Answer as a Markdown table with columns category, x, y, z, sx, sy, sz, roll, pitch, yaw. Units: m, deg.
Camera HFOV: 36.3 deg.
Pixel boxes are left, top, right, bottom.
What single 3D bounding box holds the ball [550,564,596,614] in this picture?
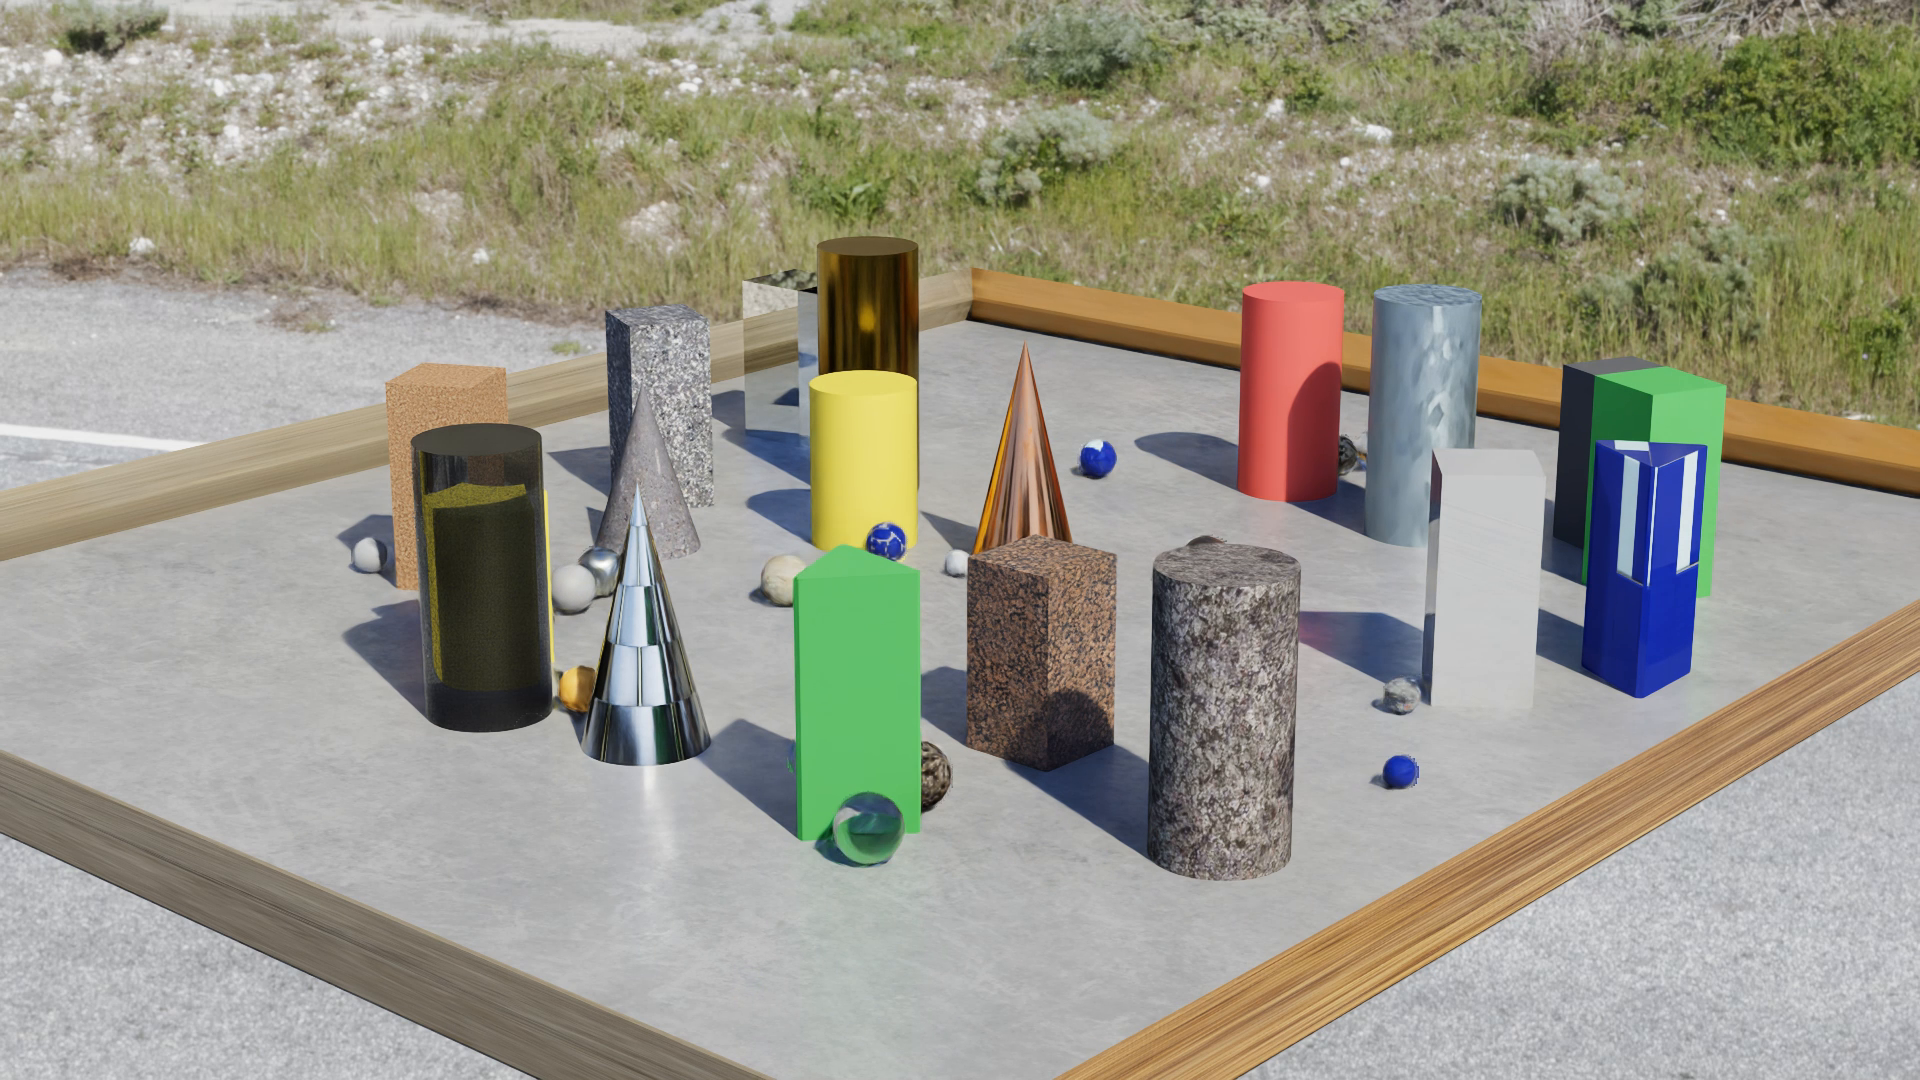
| category | x | y | z | sx | sy | sz | roll | pitch | yaw |
| --- | --- | --- | --- | --- | --- | --- | --- | --- | --- |
| ball | -0.667 | 0.083 | 5.028 | 0.086 | 0.086 | 0.086 | 0 | 17 | 0 |

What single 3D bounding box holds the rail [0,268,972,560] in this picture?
| category | x | y | z | sx | sy | sz | roll | pitch | yaw |
| --- | --- | --- | --- | --- | --- | --- | --- | --- | --- |
| rail | -1.072 | -0.237 | 6.011 | 0.045 | 0.128 | 3.407 | 14 | 22 | 39 |

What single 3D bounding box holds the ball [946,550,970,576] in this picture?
| category | x | y | z | sx | sy | sz | roll | pitch | yaw |
| --- | --- | --- | --- | --- | --- | --- | --- | --- | --- |
| ball | -0.002 | 0.041 | 5.232 | 0.047 | 0.047 | 0.047 | 0 | 17 | 0 |

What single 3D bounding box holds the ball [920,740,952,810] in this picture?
| category | x | y | z | sx | sy | sz | roll | pitch | yaw |
| --- | --- | --- | --- | --- | --- | --- | --- | --- | --- |
| ball | -0.061 | 0.334 | 4.169 | 0.098 | 0.098 | 0.098 | 0 | 17 | 0 |

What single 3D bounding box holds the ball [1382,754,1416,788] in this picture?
| category | x | y | z | sx | sy | sz | roll | pitch | yaw |
| --- | --- | --- | --- | --- | --- | --- | --- | --- | --- |
| ball | 0.638 | 0.336 | 4.252 | 0.048 | 0.048 | 0.048 | 0 | 17 | 0 |

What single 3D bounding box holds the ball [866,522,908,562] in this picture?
| category | x | y | z | sx | sy | sz | roll | pitch | yaw |
| --- | --- | --- | --- | --- | --- | --- | --- | --- | --- |
| ball | -0.133 | 0.005 | 5.305 | 0.076 | 0.076 | 0.076 | 0 | 17 | 0 |

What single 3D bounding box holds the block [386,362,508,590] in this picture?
| category | x | y | z | sx | sy | sz | roll | pitch | yaw |
| --- | --- | --- | --- | --- | --- | --- | --- | --- | --- |
| block | -0.896 | -0.109 | 5.164 | 0.157 | 0.374 | 0.157 | 4 | 17 | 14 |

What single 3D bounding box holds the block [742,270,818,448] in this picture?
| category | x | y | z | sx | sy | sz | roll | pitch | yaw |
| --- | --- | --- | --- | --- | --- | --- | --- | --- | --- |
| block | -0.341 | -0.382 | 6.145 | 0.157 | 0.332 | 0.157 | 14 | 22 | 38 |

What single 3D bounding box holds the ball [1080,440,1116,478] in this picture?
| category | x | y | z | sx | sy | sz | roll | pitch | yaw |
| --- | --- | --- | --- | --- | --- | --- | --- | --- | --- |
| ball | 0.276 | -0.163 | 5.862 | 0.075 | 0.075 | 0.075 | 0 | 17 | 0 |

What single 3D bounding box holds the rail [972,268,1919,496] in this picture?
| category | x | y | z | sx | sy | sz | roll | pitch | yaw |
| --- | --- | --- | --- | --- | --- | --- | --- | --- | --- |
| rail | 1.101 | -0.334 | 6.335 | 2.886 | 0.128 | 0.045 | 14 | 22 | 39 |

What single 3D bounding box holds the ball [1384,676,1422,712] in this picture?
| category | x | y | z | sx | sy | sz | roll | pitch | yaw |
| --- | --- | --- | --- | --- | --- | --- | --- | --- | --- |
| ball | 0.688 | 0.240 | 4.556 | 0.056 | 0.056 | 0.056 | 0 | 17 | 0 |

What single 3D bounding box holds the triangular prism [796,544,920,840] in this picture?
| category | x | y | z | sx | sy | sz | roll | pitch | yaw |
| --- | --- | --- | --- | --- | --- | --- | --- | --- | --- |
| triangular prism | -0.152 | 0.209 | 4.098 | 0.170 | 0.381 | 0.148 | -3 | 17 | -10 |

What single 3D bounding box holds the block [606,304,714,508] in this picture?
| category | x | y | z | sx | sy | sz | roll | pitch | yaw |
| --- | --- | --- | --- | --- | --- | --- | --- | --- | --- |
| block | -0.579 | -0.254 | 5.656 | 0.157 | 0.368 | 0.157 | -7 | 18 | -23 |

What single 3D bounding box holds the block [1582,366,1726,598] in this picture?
| category | x | y | z | sx | sy | sz | roll | pitch | yaw |
| --- | --- | --- | --- | --- | --- | --- | --- | --- | --- |
| block | 1.207 | -0.094 | 5.107 | 0.157 | 0.378 | 0.157 | -8 | 19 | -25 |

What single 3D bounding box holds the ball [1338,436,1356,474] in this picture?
| category | x | y | z | sx | sy | sz | roll | pitch | yaw |
| --- | --- | --- | --- | --- | --- | --- | --- | --- | --- |
| ball | 0.756 | -0.171 | 5.880 | 0.079 | 0.079 | 0.079 | 0 | 17 | 0 |

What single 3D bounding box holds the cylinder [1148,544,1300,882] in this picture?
| category | x | y | z | sx | sy | sz | roll | pitch | yaw |
| --- | --- | --- | --- | --- | --- | --- | --- | --- | --- |
| cylinder | 0.356 | 0.231 | 3.968 | 0.197 | 0.414 | 0.197 | 0 | 17 | 0 |

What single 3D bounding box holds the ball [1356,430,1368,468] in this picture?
| category | x | y | z | sx | sy | sz | roll | pitch | yaw |
| --- | --- | --- | --- | --- | --- | --- | --- | --- | --- |
| ball | 0.838 | -0.183 | 5.915 | 0.082 | 0.082 | 0.082 | 0 | 17 | 0 |

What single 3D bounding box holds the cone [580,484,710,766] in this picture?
| category | x | y | z | sx | sy | sz | roll | pitch | yaw |
| --- | --- | --- | --- | --- | --- | --- | --- | --- | --- |
| cone | -0.475 | 0.111 | 4.375 | 0.197 | 0.409 | 0.197 | 0 | 17 | 0 |

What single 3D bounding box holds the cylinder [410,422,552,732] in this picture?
| category | x | y | z | sx | sy | sz | roll | pitch | yaw |
| --- | --- | --- | --- | --- | --- | --- | --- | --- | --- |
| cylinder | -0.733 | 0.057 | 4.506 | 0.197 | 0.437 | 0.197 | 0 | 17 | 0 |

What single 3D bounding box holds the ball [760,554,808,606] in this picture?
| category | x | y | z | sx | sy | sz | roll | pitch | yaw |
| --- | --- | --- | --- | --- | --- | --- | --- | --- | --- |
| ball | -0.301 | 0.069 | 5.071 | 0.088 | 0.088 | 0.088 | 0 | 17 | 0 |

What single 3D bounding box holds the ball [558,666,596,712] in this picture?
| category | x | y | z | sx | sy | sz | roll | pitch | yaw |
| --- | --- | --- | --- | --- | --- | --- | --- | --- | --- |
| ball | -0.588 | 0.232 | 4.556 | 0.072 | 0.072 | 0.072 | 0 | 17 | 0 |

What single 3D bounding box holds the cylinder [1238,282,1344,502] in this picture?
| category | x | y | z | sx | sy | sz | roll | pitch | yaw |
| --- | --- | --- | --- | --- | --- | --- | --- | --- | --- |
| cylinder | 0.646 | -0.292 | 5.734 | 0.197 | 0.395 | 0.197 | 0 | 17 | 0 |

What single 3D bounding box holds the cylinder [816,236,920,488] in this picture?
| category | x | y | z | sx | sy | sz | roll | pitch | yaw |
| --- | --- | --- | --- | --- | --- | --- | --- | --- | --- |
| cylinder | -0.178 | -0.336 | 5.727 | 0.197 | 0.484 | 0.197 | 0 | 17 | 0 |

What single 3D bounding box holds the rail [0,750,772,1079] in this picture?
| category | x | y | z | sx | sy | sz | roll | pitch | yaw |
| --- | --- | --- | --- | --- | --- | --- | --- | --- | --- |
| rail | -1.101 | 0.398 | 3.905 | 2.886 | 0.128 | 0.045 | 14 | 22 | 39 |

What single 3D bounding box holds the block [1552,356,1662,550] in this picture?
| category | x | y | z | sx | sy | sz | roll | pitch | yaw |
| --- | --- | --- | --- | --- | --- | --- | --- | --- | --- |
| block | 1.211 | -0.153 | 5.389 | 0.157 | 0.330 | 0.157 | -8 | 18 | -24 |

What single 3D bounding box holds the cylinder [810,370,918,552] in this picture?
| category | x | y | z | sx | sy | sz | roll | pitch | yaw |
| --- | --- | --- | --- | --- | --- | --- | --- | --- | --- |
| cylinder | -0.177 | -0.143 | 5.403 | 0.197 | 0.301 | 0.197 | 0 | 17 | 0 |

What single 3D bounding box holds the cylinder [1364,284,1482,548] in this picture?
| category | x | y | z | sx | sy | sz | roll | pitch | yaw |
| --- | --- | --- | --- | --- | --- | --- | --- | --- | --- |
| cylinder | 0.856 | -0.231 | 5.432 | 0.197 | 0.454 | 0.197 | 0 | 17 | 0 |

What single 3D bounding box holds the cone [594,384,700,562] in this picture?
| category | x | y | z | sx | sy | sz | roll | pitch | yaw |
| --- | --- | --- | --- | --- | --- | --- | --- | --- | --- |
| cone | -0.577 | -0.138 | 5.366 | 0.197 | 0.313 | 0.197 | 0 | 17 | 0 |

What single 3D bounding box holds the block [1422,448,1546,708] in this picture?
| category | x | y | z | sx | sy | sz | roll | pitch | yaw |
| --- | --- | --- | --- | --- | --- | --- | --- | --- | --- |
| block | 0.820 | 0.059 | 4.605 | 0.157 | 0.375 | 0.157 | 1 | 17 | 3 |

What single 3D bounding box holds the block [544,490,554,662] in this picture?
| category | x | y | z | sx | sy | sz | roll | pitch | yaw |
| --- | --- | --- | --- | --- | --- | --- | --- | --- | --- |
| block | -0.773 | 0.056 | 4.764 | 0.157 | 0.290 | 0.157 | -12 | 21 | -35 |

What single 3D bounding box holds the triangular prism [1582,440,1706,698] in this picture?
| category | x | y | z | sx | sy | sz | roll | pitch | yaw |
| --- | --- | --- | --- | --- | --- | --- | --- | --- | --- |
| triangular prism | 1.069 | 0.036 | 4.675 | 0.148 | 0.379 | 0.170 | 14 | 22 | 38 |

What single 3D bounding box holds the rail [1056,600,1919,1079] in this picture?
| category | x | y | z | sx | sy | sz | roll | pitch | yaw |
| --- | --- | --- | --- | --- | --- | --- | --- | --- | --- |
| rail | 1.072 | 0.301 | 4.229 | 0.045 | 0.128 | 3.407 | 14 | 22 | 39 |

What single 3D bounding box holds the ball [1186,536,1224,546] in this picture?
| category | x | y | z | sx | sy | sz | roll | pitch | yaw |
| --- | --- | --- | --- | --- | --- | --- | --- | --- | --- |
| ball | 0.432 | 0.041 | 5.148 | 0.097 | 0.097 | 0.097 | 0 | 17 | 0 |

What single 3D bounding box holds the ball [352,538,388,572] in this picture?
| category | x | y | z | sx | sy | sz | roll | pitch | yaw |
| --- | --- | --- | --- | --- | --- | --- | --- | --- | --- |
| ball | -1.058 | 0.027 | 5.255 | 0.062 | 0.062 | 0.062 | 0 | 17 | 0 |

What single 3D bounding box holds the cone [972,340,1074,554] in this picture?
| category | x | y | z | sx | sy | sz | roll | pitch | yaw |
| --- | --- | --- | --- | --- | --- | --- | --- | --- | --- |
| cone | 0.115 | -0.155 | 5.239 | 0.197 | 0.419 | 0.197 | 0 | 17 | 0 |

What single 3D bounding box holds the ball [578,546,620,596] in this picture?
| category | x | y | z | sx | sy | sz | roll | pitch | yaw |
| --- | --- | --- | --- | --- | --- | --- | --- | --- | --- |
| ball | -0.628 | 0.055 | 5.119 | 0.086 | 0.086 | 0.086 | 0 | 17 | 0 |

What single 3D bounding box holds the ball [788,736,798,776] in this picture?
| category | x | y | z | sx | sy | sz | roll | pitch | yaw |
| --- | --- | --- | --- | --- | --- | --- | --- | --- | --- |
| ball | -0.208 | 0.314 | 4.264 | 0.084 | 0.084 | 0.084 | 0 | 17 | 0 |

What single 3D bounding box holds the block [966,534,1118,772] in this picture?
| category | x | y | z | sx | sy | sz | roll | pitch | yaw |
| --- | --- | --- | --- | --- | --- | --- | --- | --- | --- |
| block | 0.121 | 0.167 | 4.378 | 0.157 | 0.300 | 0.157 | 14 | 22 | 39 |

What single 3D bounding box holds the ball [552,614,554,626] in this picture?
| category | x | y | z | sx | sy | sz | roll | pitch | yaw |
| --- | --- | --- | --- | --- | --- | --- | --- | --- | --- |
| ball | -0.711 | 0.134 | 4.893 | 0.065 | 0.065 | 0.065 | 0 | 17 | 0 |

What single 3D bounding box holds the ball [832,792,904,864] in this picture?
| category | x | y | z | sx | sy | sz | roll | pitch | yaw |
| --- | --- | --- | --- | --- | --- | --- | --- | --- | --- |
| ball | -0.124 | 0.391 | 3.983 | 0.098 | 0.098 | 0.098 | 0 | 17 | 0 |
